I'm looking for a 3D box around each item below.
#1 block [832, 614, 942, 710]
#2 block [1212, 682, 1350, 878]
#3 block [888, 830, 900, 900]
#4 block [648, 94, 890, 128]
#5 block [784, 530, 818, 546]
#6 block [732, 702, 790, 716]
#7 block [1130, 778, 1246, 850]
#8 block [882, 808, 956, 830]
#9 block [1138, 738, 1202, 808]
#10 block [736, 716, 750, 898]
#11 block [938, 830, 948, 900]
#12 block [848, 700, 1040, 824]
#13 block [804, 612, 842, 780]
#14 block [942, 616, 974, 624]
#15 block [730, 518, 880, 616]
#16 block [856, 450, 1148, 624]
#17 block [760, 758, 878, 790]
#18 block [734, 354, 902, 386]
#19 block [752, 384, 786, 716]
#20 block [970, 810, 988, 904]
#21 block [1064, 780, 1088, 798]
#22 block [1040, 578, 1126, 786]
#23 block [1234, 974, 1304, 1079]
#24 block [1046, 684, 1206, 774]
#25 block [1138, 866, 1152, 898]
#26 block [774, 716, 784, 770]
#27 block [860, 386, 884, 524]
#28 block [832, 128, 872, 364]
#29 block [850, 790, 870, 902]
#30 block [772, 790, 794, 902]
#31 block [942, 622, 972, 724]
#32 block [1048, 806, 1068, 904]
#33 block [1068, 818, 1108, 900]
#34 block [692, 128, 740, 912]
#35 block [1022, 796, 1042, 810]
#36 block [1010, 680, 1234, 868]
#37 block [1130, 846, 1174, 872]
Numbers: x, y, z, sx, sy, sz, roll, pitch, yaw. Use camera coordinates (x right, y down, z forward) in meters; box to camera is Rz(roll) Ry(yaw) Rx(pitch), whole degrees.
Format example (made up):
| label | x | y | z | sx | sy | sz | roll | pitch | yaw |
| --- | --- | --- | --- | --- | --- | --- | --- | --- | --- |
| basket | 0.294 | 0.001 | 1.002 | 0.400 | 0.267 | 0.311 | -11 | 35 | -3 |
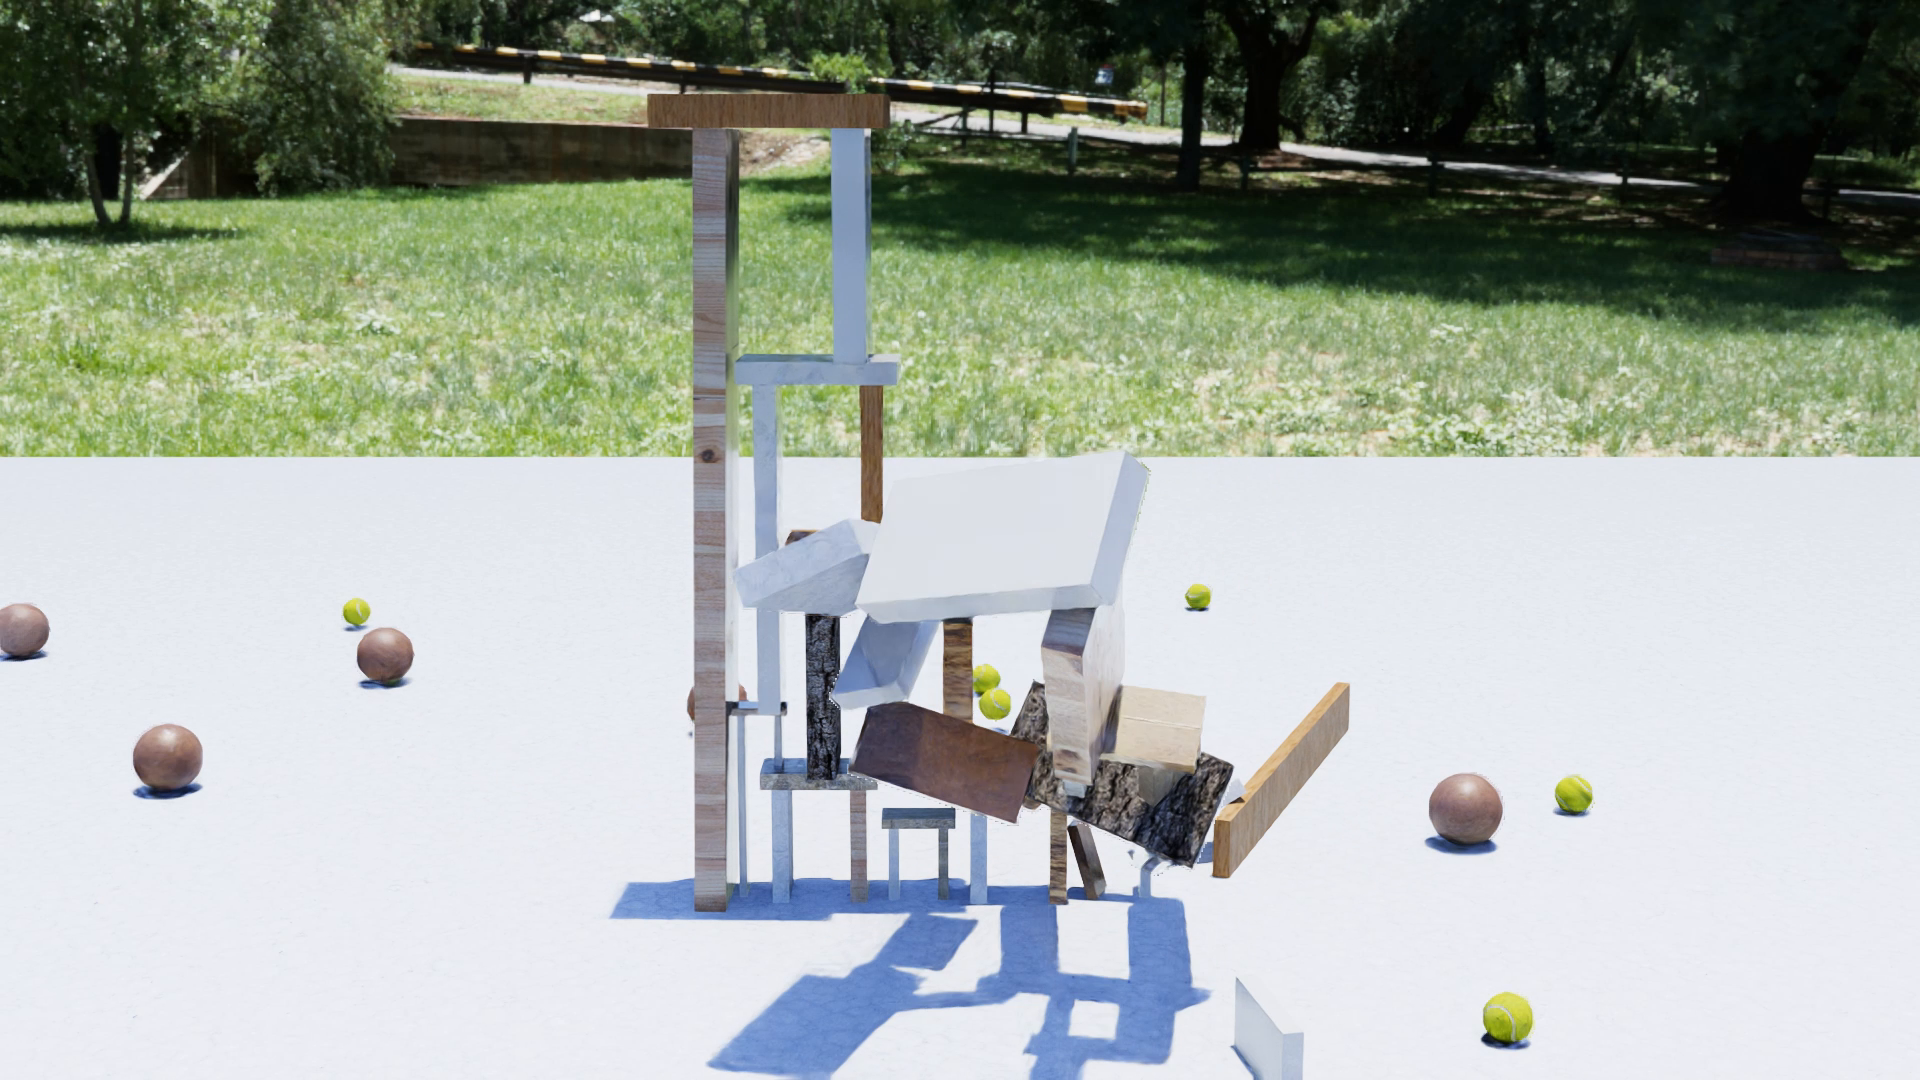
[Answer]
| label | x | y | z | sx | sy | sz | roll | pitch | yaw |
| --- | --- | --- | --- | --- | --- | --- | --- | --- | --- |
| block | -0.092 | 0.138 | 3.162 | 0.117 | 0.033 | 0.234 | -12 | 39 | 34 |
| block | 0.629 | 0.439 | 4.205 | 0.029 | 0.102 | 1.019 | 4 | 11 | 21 |
| block | -0.109 | 0.530 | 3.657 | 0.017 | 0.122 | 0.061 | 0 | 11 | 0 |
| block | -0.294 | -0.670 | 3.436 | 0.360 | 0.051 | 0.180 | 0 | 11 | 2 |
| block | -0.114 | 0.020 | 3.567 | 0.331 | 0.047 | 0.166 | 0 | 11 | 0 |
| block | -0.328 | 0.277 | 3.615 | 0.091 | 0.013 | 0.045 | 0 | 10 | 0 |
| block | 0.397 | 0.482 | 3.854 | 0.203 | 0.029 | 0.102 | -29 | -2 | -12 |
| block | -0.068 | 0.461 | 3.645 | 0.122 | 0.017 | 0.061 | 0 | 11 | 0 |
| block | 0.294 | 0.299 | 3.073 | 0.029 | 0.101 | 0.202 | 40 | -15 | 20 |
| block | -0.359 | 0.436 | 3.644 | 0.013 | 0.311 | 0.045 | 0 | 11 | 0 |
| block | -0.027 | 0.530 | 3.657 | 0.017 | 0.122 | 0.061 | 0 | 11 | 0 |
| block | -0.023 | 0.313 | 3.158 | 0.250 | 0.117 | 0.033 | 19 | -9 | -11 |
| block | -0.224 | 0.208 | 3.603 | 0.047 | 0.335 | 0.166 | 0 | 11 | 0 |
| block | -0.010 | 0.052 | 3.363 | 0.117 | 0.033 | 0.234 | 3 | 29 | 17 |
| block | -0.158 | 0.041 | 3.030 | 0.180 | 0.051 | 0.359 | -24 | -11 | 15 |
| block | 0.046 | -0.001 | 2.661 | 0.359 | 0.180 | 0.051 | -6 | -33 | 39 |
| block | -0.231 | 0.386 | 3.635 | 0.193 | 0.027 | 0.096 | 0 | 11 | 0 |
| block | -0.224 | -0.273 | 3.513 | 0.256 | 0.036 | 0.128 | 0 | 11 | 1 |
| block | -0.308 | 0.008 | 3.565 | 0.036 | 0.535 | 0.128 | 0 | 11 | 0 |
| block | 0.031 | 0.494 | 3.649 | 0.028 | 0.196 | 0.098 | 0 | 11 | 0 |
| block | 0.171 | 0.282 | 3.098 | 0.029 | 0.101 | 0.202 | 12 | -23 | 10 |
| block | 0.160 | 0.148 | 2.780 | 0.051 | 0.180 | 0.413 | 13 | -26 | 11 |
| block | 0.414 | 0.670 | 2.957 | 0.029 | 0.102 | 0.203 | -2 | 11 | -10 |
| block | 0.225 | 0.249 | 2.976 | 0.202 | 0.101 | 0.029 | 7 | -24 | 11 |
| block | 0.308 | 0.524 | 3.663 | 0.018 | 0.128 | 0.064 | 0 | 6 | 2 |
| block | -0.298 | 0.328 | 3.624 | 0.013 | 0.091 | 0.045 | 1 | 11 | 0 |
| block | -0.141 | -0.128 | 3.536 | 0.036 | 0.256 | 0.128 | 0 | 11 | -2 |
| block | -0.170 | -0.467 | 3.474 | 0.051 | 0.360 | 0.180 | 0 | 11 | 1 |
| block | -0.167 | 0.495 | 3.655 | 0.027 | 0.193 | 0.096 | 0 | 11 | 0 |
| block | -0.295 | 0.495 | 3.655 | 0.027 | 0.193 | 0.096 | 0 | 11 | 0 |
| block | -0.003 | 0.206 | 3.601 | 0.047 | 0.331 | 0.166 | 0 | 11 | 1 |
| block | 0.162 | 0.494 | 3.649 | 0.028 | 0.196 | 0.098 | 0 | 11 | 1 |
| block | 0.211 | 0.527 | 3.659 | 0.018 | 0.128 | 0.064 | -15 | 5 | 20 |
| block | -0.394 | -0.028 | 3.556 | 0.051 | 1.255 | 0.180 | 1 | 11 | 1 |
| block | 0.131 | 0.333 | 3.424 | 0.045 | 0.158 | 0.317 | 22 | -9 | 3 |
| block | 0.222 | 0.341 | 3.212 | 0.317 | 0.158 | 0.045 | 22 | -9 | 14 |
| block | 0.326 | 0.428 | 3.410 | 0.045 | 0.158 | 0.395 | 24 | -9 | 6 |
